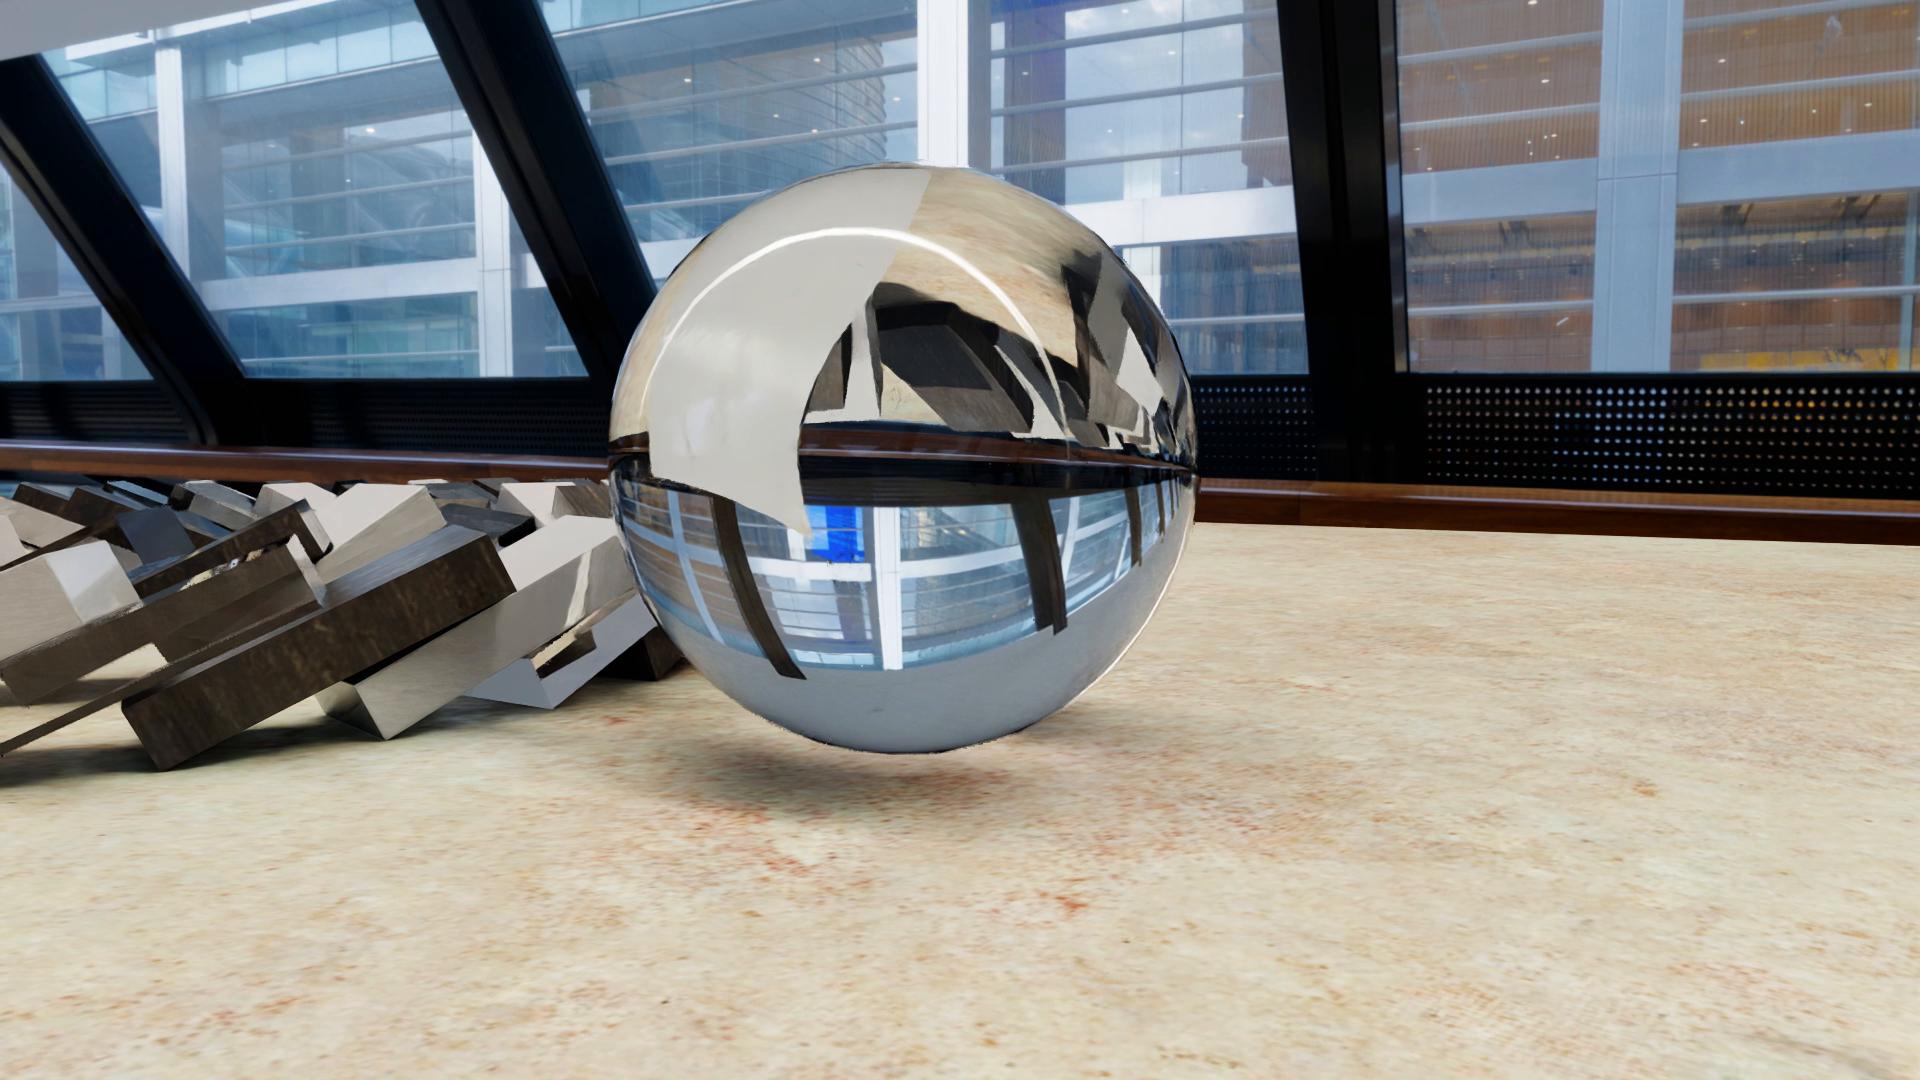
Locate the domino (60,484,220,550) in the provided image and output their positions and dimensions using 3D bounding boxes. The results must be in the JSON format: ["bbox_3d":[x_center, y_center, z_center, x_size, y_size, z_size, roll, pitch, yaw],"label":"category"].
[{"bbox_3d":[-0.242,-0.002,0.391,0.050,0.009,0.025,26,-9,-27],"label":"domino"}]

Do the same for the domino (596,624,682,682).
[{"bbox_3d":[-0.058,0.009,0.253,0.025,0.009,0.050,2,29,22],"label":"domino"}]

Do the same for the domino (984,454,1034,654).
[{"bbox_3d":[0.003,0.002,0.276,0.025,0.009,0.050,0,46,5],"label":"domino"}]

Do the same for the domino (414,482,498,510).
[{"bbox_3d":[-0.147,-0.003,0.408,0.050,0.009,0.025,28,13,17],"label":"domino"}]

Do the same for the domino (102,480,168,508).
[{"bbox_3d":[-0.276,-0.006,0.457,0.050,0.009,0.025,24,-5,-20],"label":"domino"}]

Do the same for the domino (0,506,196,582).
[{"bbox_3d":[-0.164,0.010,0.223,0.050,0.010,0.025,-28,10,-9],"label":"domino"}]

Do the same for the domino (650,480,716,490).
[{"bbox_3d":[-0.087,-0.007,0.460,0.050,0.009,0.025,31,21,31],"label":"domino"}]

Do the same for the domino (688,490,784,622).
[{"bbox_3d":[-0.058,0.003,0.326,0.025,0.009,0.050,0,30,-6],"label":"domino"}]

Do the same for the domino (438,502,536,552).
[{"bbox_3d":[-0.120,0.007,0.284,0.025,0.009,0.050,9,27,21],"label":"domino"}]

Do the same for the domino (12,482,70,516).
[{"bbox_3d":[-0.296,-0.005,0.442,0.050,0.009,0.025,27,-11,-31],"label":"domino"}]

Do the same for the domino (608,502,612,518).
[{"bbox_3d":[-0.083,0.000,0.369,0.025,0.009,0.050,-2,29,-27],"label":"domino"}]

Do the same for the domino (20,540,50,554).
[{"bbox_3d":[-0.313,-0.004,0.423,0.050,0.010,0.025,28,-16,-40],"label":"domino"}]

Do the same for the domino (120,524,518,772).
[{"bbox_3d":[-0.093,0.014,0.187,0.050,0.009,0.025,-30,19,-27],"label":"domino"}]

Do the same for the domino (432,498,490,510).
[{"bbox_3d":[-0.131,0.005,0.310,0.025,0.010,0.050,0,27,-9],"label":"domino"}]

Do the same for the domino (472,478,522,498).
[{"bbox_3d":[-0.157,-0.008,0.483,0.050,0.009,0.025,26,9,9],"label":"domino"}]

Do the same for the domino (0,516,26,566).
[{"bbox_3d":[-0.189,0.011,0.216,0.050,0.009,0.025,-25,2,5],"label":"domino"}]

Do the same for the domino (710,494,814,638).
[{"bbox_3d":[-0.052,0.005,0.301,0.025,0.009,0.050,1,29,7],"label":"domino"}]

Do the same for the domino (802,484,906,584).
[{"bbox_3d":[-0.029,-0.003,0.414,0.025,0.009,0.050,-3,29,-34],"label":"domino"}]

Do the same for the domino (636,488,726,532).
[{"bbox_3d":[-0.071,0.002,0.349,0.025,0.010,0.050,-2,29,-24],"label":"domino"}]

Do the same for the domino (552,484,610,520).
[{"bbox_3d":[-0.101,-0.001,0.387,0.025,0.010,0.050,-3,30,-39],"label":"domino"}]

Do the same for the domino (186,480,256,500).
[{"bbox_3d":[-0.254,-0.007,0.467,0.050,0.009,0.025,24,-2,-15],"label":"domino"}]

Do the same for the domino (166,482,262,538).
[{"bbox_3d":[-0.220,-0.003,0.407,0.050,0.009,0.025,25,1,-7],"label":"domino"}]

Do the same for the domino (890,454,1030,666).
[{"bbox_3d":[0.001,0.003,0.262,0.025,0.010,0.050,0,46,5],"label":"domino"}]

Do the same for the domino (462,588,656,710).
[{"bbox_3d":[-0.065,0.011,0.229,0.025,0.010,0.050,3,30,31],"label":"domino"}]

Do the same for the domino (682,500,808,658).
[{"bbox_3d":[-0.054,0.007,0.277,0.025,0.009,0.050,1,29,15],"label":"domino"}]

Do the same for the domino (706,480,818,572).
[{"bbox_3d":[-0.065,-0.005,0.447,0.025,0.010,0.050,-4,30,-46],"label":"domino"}]

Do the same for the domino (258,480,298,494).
[{"bbox_3d":[-0.230,-0.008,0.475,0.050,0.009,0.025,24,1,-9],"label":"domino"}]

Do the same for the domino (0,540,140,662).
[{"bbox_3d":[-0.134,0.016,0.160,0.050,0.010,0.025,-27,12,-15],"label":"domino"}]

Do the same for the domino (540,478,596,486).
[{"bbox_3d":[-0.131,-0.008,0.480,0.050,0.010,0.025,28,14,20],"label":"domino"}]

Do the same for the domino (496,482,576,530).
[{"bbox_3d":[-0.121,-0.003,0.402,0.050,0.009,0.025,35,25,35],"label":"domino"}]

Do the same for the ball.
[{"bbox_3d":[-0.007,-0.011,0.177,0.080,0.080,0.080,0,4,0],"label":"ball"}]

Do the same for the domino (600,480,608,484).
[{"bbox_3d":[-0.108,-0.007,0.472,0.050,0.009,0.025,30,19,27],"label":"domino"}]

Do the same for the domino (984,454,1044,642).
[{"bbox_3d":[0.006,0.001,0.290,0.025,0.009,0.050,0,46,5],"label":"domino"}]

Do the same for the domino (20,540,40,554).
[{"bbox_3d":[-0.276,0.000,0.355,0.025,0.009,0.050,3,-21,42],"label":"domino"}]

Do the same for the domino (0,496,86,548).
[{"bbox_3d":[-0.260,-0.001,0.374,0.050,0.010,0.025,29,-15,-37],"label":"domino"}]

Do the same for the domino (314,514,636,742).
[{"bbox_3d":[-0.076,0.012,0.206,0.025,0.009,0.050,5,31,46],"label":"domino"}]

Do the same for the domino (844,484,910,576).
[{"bbox_3d":[-0.014,-0.002,0.395,0.025,0.009,0.050,-2,30,-29],"label":"domino"}]

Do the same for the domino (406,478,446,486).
[{"bbox_3d":[-0.181,-0.008,0.484,0.050,0.010,0.025,24,6,3],"label":"domino"}]

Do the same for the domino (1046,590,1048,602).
[{"bbox_3d":[0.007,0.003,0.327,0.025,0.009,0.050,0,29,-2],"label":"domino"}]

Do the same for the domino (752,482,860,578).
[{"bbox_3d":[-0.047,-0.004,0.431,0.025,0.010,0.050,-4,30,-42],"label":"domino"}]

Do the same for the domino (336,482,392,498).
[{"bbox_3d":[-0.172,-0.003,0.412,0.050,0.010,0.025,26,9,9],"label":"domino"}]

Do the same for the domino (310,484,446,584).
[{"bbox_3d":[-0.132,0.006,0.258,0.025,0.009,0.050,3,36,34],"label":"domino"}]

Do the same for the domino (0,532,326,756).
[{"bbox_3d":[-0.113,0.015,0.172,0.050,0.010,0.025,-28,15,-21],"label":"domino"}]

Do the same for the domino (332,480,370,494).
[{"bbox_3d":[-0.206,-0.008,0.480,0.050,0.009,0.025,24,2,-6],"label":"domino"}]

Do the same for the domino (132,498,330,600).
[{"bbox_3d":[-0.142,0.009,0.234,0.050,0.009,0.025,-30,16,-18],"label":"domino"}]

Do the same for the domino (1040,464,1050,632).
[{"bbox_3d":[0.008,0.001,0.306,0.025,0.009,0.050,0,41,5],"label":"domino"}]

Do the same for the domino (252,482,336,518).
[{"bbox_3d":[-0.196,-0.003,0.412,0.050,0.009,0.025,25,6,3],"label":"domino"}]
